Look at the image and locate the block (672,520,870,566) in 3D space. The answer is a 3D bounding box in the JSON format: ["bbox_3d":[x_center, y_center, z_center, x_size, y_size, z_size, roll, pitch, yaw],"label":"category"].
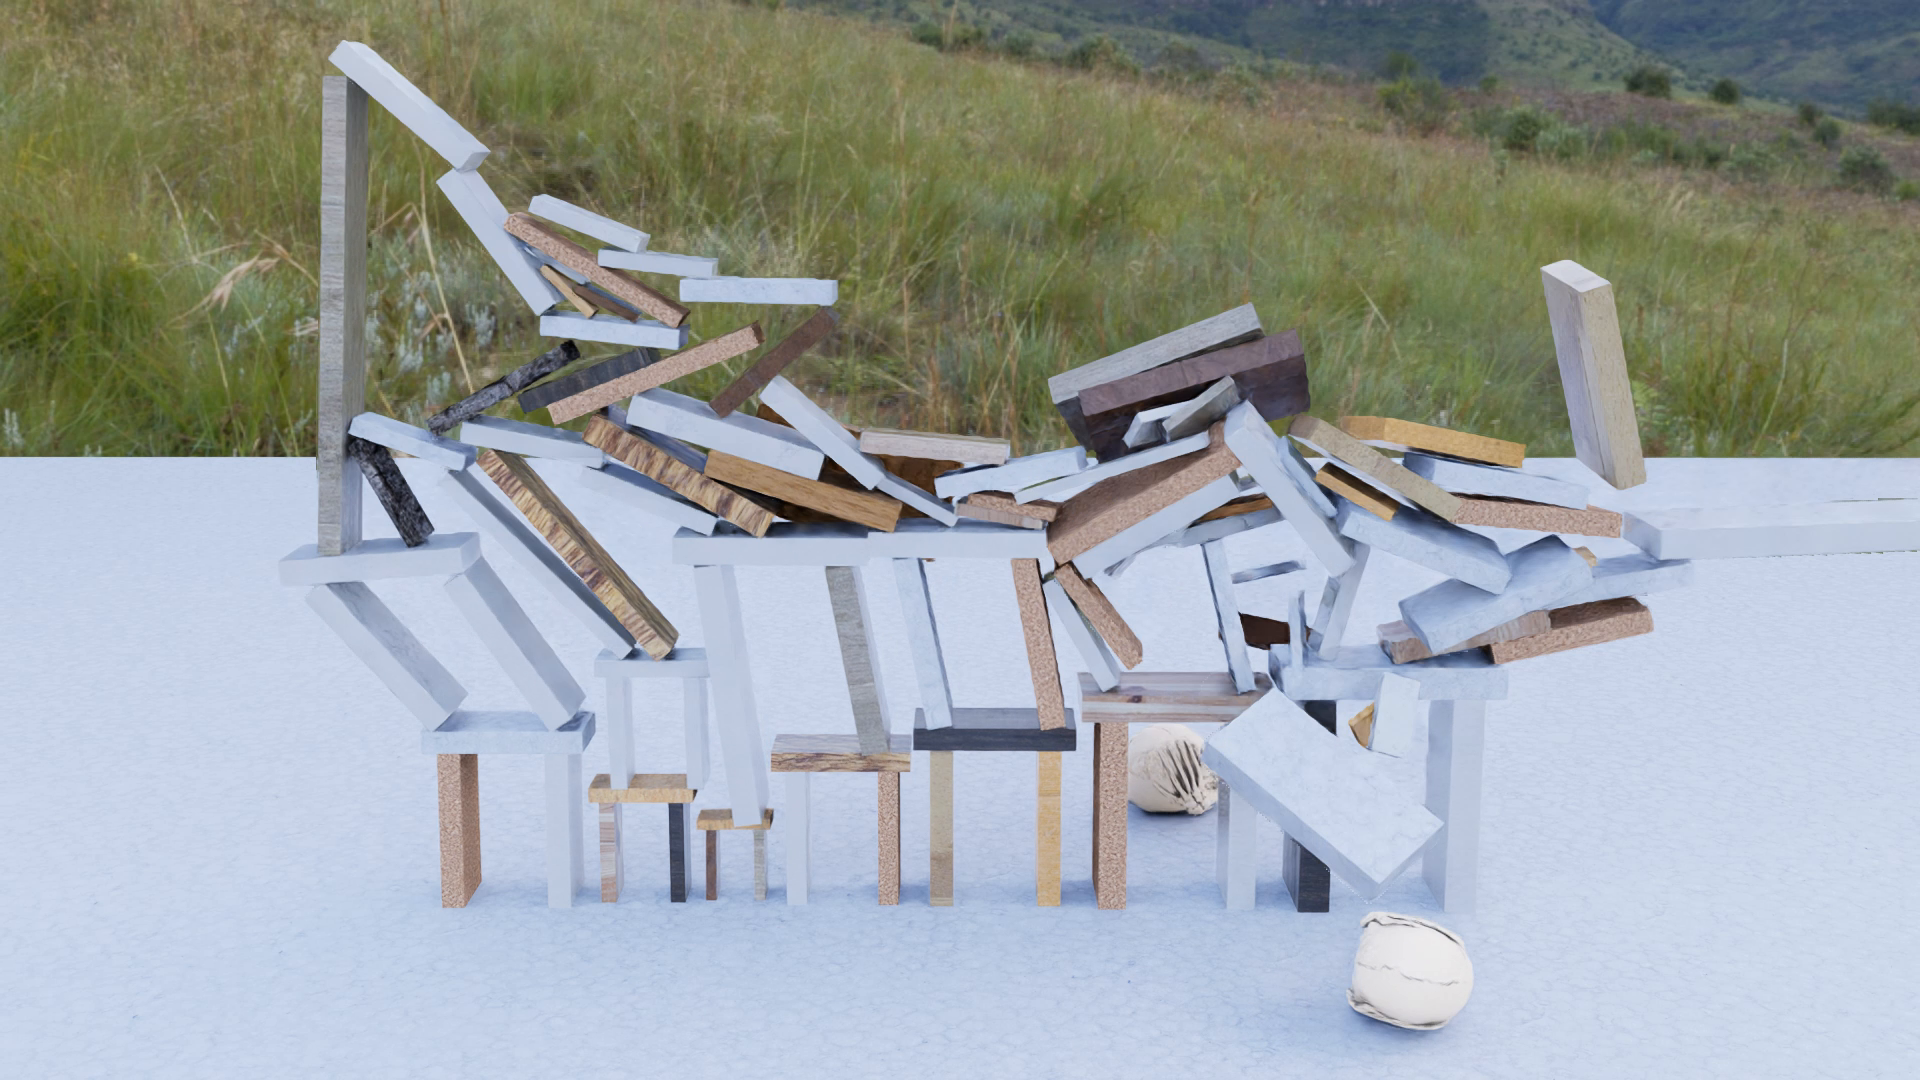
[{"bbox_3d":[-0.300,0.005,3.564,0.310,0.044,0.155,0,10,1],"label":"block"}]

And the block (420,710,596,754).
[{"bbox_3d":[-0.740,0.315,3.615,0.261,0.037,0.130,0,11,0],"label":"block"}]

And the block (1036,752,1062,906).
[{"bbox_3d":[0.146,0.460,3.649,0.037,0.264,0.132,0,11,0],"label":"block"}]

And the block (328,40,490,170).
[{"bbox_3d":[-0.857,-0.678,3.433,0.256,0.036,0.128,41,8,-7],"label":"block"}]

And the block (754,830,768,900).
[{"bbox_3d":[-0.331,0.531,3.654,0.017,0.121,0.060,0,11,0],"label":"block"}]

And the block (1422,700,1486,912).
[{"bbox_3d":[0.815,0.415,3.634,0.051,0.357,0.179,0,11,0],"label":"block"}]

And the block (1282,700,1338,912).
[{"bbox_3d":[0.576,0.415,3.634,0.051,0.357,0.179,0,11,0],"label":"block"}]

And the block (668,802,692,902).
[{"bbox_3d":[-0.465,0.506,3.653,0.024,0.171,0.086,0,11,0],"label":"block"}]

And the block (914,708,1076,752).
[{"bbox_3d":[0.057,0.311,3.623,0.264,0.037,0.132,0,11,1],"label":"block"}]

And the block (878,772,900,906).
[{"bbox_3d":[-0.117,0.478,3.650,0.032,0.227,0.113,0,11,1],"label":"block"}]

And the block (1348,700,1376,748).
[{"bbox_3d":[0.664,0.276,3.464,0.105,0.053,0.015,-36,33,-6],"label":"block"}]

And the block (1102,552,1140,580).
[{"bbox_3d":[0.297,0.009,3.731,0.019,0.134,0.067,42,5,14],"label":"block"}]

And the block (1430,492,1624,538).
[{"bbox_3d":[0.899,-0.042,3.517,0.275,0.039,0.138,5,7,-7],"label":"block"}]

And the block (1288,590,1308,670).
[{"bbox_3d":[0.538,0.143,3.501,0.017,0.121,0.060,-2,7,18],"label":"block"}]

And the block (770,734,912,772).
[{"bbox_3d":[-0.194,0.351,3.626,0.227,0.032,0.113,0,11,0],"label":"block"}]

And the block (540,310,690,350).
[{"bbox_3d":[-0.547,-0.335,3.496,0.219,0.031,0.109,6,11,0],"label":"block"}]

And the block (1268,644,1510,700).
[{"bbox_3d":[0.697,0.214,3.597,0.357,0.051,0.179,0,11,0],"label":"block"}]

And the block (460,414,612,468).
[{"bbox_3d":[-0.676,-0.159,3.526,0.226,0.032,0.113,10,11,-1],"label":"block"}]

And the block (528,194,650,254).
[{"bbox_3d":[-0.582,-0.498,3.460,0.178,0.025,0.089,21,11,-2],"label":"block"}]

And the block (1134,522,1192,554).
[{"bbox_3d":[0.311,-0.010,3.510,0.123,0.017,0.062,-18,25,40],"label":"block"}]

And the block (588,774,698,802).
[{"bbox_3d":[-0.522,0.410,3.635,0.171,0.024,0.085,0,11,0],"label":"block"}]

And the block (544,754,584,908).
[{"bbox_3d":[-0.654,0.462,3.642,0.037,0.261,0.130,1,11,0],"label":"block"}]

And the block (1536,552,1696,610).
[{"bbox_3d":[1.043,0.063,3.569,0.257,0.036,0.128,-9,10,2],"label":"block"}]

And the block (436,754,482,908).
[{"bbox_3d":[-0.829,0.462,3.642,0.037,0.261,0.130,0,11,0],"label":"block"}]

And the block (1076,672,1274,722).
[{"bbox_3d":[0.354,0.257,3.608,0.316,0.045,0.158,0,11,0],"label":"block"}]

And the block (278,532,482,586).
[{"bbox_3d":[-0.937,0.030,3.563,0.291,0.041,0.145,-4,11,1],"label":"block"}]

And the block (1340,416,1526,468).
[{"bbox_3d":[0.752,-0.156,3.507,0.262,0.037,0.131,9,0,-22],"label":"block"}]

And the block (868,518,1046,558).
[{"bbox_3d":[-0.003,-0.005,3.551,0.283,0.040,0.141,0,11,2],"label":"block"}]

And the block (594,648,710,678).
[{"bbox_3d":[-0.497,0.200,3.595,0.188,0.027,0.094,0,11,0],"label":"block"}]

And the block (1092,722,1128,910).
[{"bbox_3d":[0.248,0.434,3.642,0.045,0.316,0.158,0,11,0],"label":"block"}]

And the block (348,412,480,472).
[{"bbox_3d":[-0.876,-0.159,3.532,0.187,0.027,0.094,19,10,-3],"label":"block"}]

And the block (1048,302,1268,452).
[{"bbox_3d":[0.338,-0.263,3.601,0.352,0.050,0.176,-20,-30,12],"label":"block"}]

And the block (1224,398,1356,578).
[{"bbox_3d":[0.517,-0.083,3.447,0.040,0.283,0.141,-36,12,19],"label":"block"}]

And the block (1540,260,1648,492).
[{"bbox_3d":[0.994,-0.260,3.449,0.047,0.333,0.167,-18,21,-1],"label":"block"}]

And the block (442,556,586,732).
[{"bbox_3d":[-0.724,0.168,3.588,0.041,0.291,0.145,-34,9,6],"label":"block"}]

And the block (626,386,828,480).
[{"bbox_3d":[-0.365,-0.173,3.522,0.313,0.044,0.157,17,10,-1],"label":"block"}]

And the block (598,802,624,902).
[{"bbox_3d":[-0.579,0.506,3.652,0.024,0.171,0.085,0,11,0],"label":"block"}]

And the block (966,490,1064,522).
[{"bbox_3d":[0.089,-0.058,3.527,0.143,0.020,0.072,12,11,11],"label":"block"}]

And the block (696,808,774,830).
[{"bbox_3d":[-0.372,0.462,3.643,0.121,0.017,0.060,-1,11,1],"label":"block"}]

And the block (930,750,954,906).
[{"bbox_3d":[-0.030,0.460,3.649,0.037,0.264,0.132,0,11,0],"label":"block"}]

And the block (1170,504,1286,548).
[{"bbox_3d":[0.433,-0.033,3.561,0.205,0.029,0.103,-15,11,-11],"label":"block"}]

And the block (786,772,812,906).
[{"bbox_3d":[-0.268,0.478,3.649,0.032,0.227,0.113,0,11,0],"label":"block"}]

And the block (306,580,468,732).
[{"bbox_3d":[-0.932,0.176,3.590,0.041,0.291,0.145,-41,8,7],"label":"block"}]

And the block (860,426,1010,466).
[{"bbox_3d":[-0.038,-0.151,3.521,0.230,0.033,0.115,5,7,4],"label":"block"}]

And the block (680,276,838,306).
[{"bbox_3d":[-0.316,-0.395,3.481,0.237,0.034,0.118,2,10,2],"label":"block"}]

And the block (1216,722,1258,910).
[{"bbox_3d":[0.459,0.434,3.643,0.045,0.316,0.158,0,11,0],"label":"block"}]

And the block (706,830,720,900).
[{"bbox_3d":[-0.410,0.531,3.654,0.017,0.121,0.060,1,11,0],"label":"block"}]

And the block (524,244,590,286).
[{"bbox_3d":[-0.633,-0.439,3.475,0.107,0.015,0.054,31,10,-4],"label":"block"}]

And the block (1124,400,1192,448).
[{"bbox_3d":[0.329,-0.187,3.501,0.132,0.066,0.019,-15,61,-27],"label":"block"}]

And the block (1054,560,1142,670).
[{"bbox_3d":[0.225,0.113,3.572,0.028,0.201,0.100,-37,8,11],"label":"block"}]
